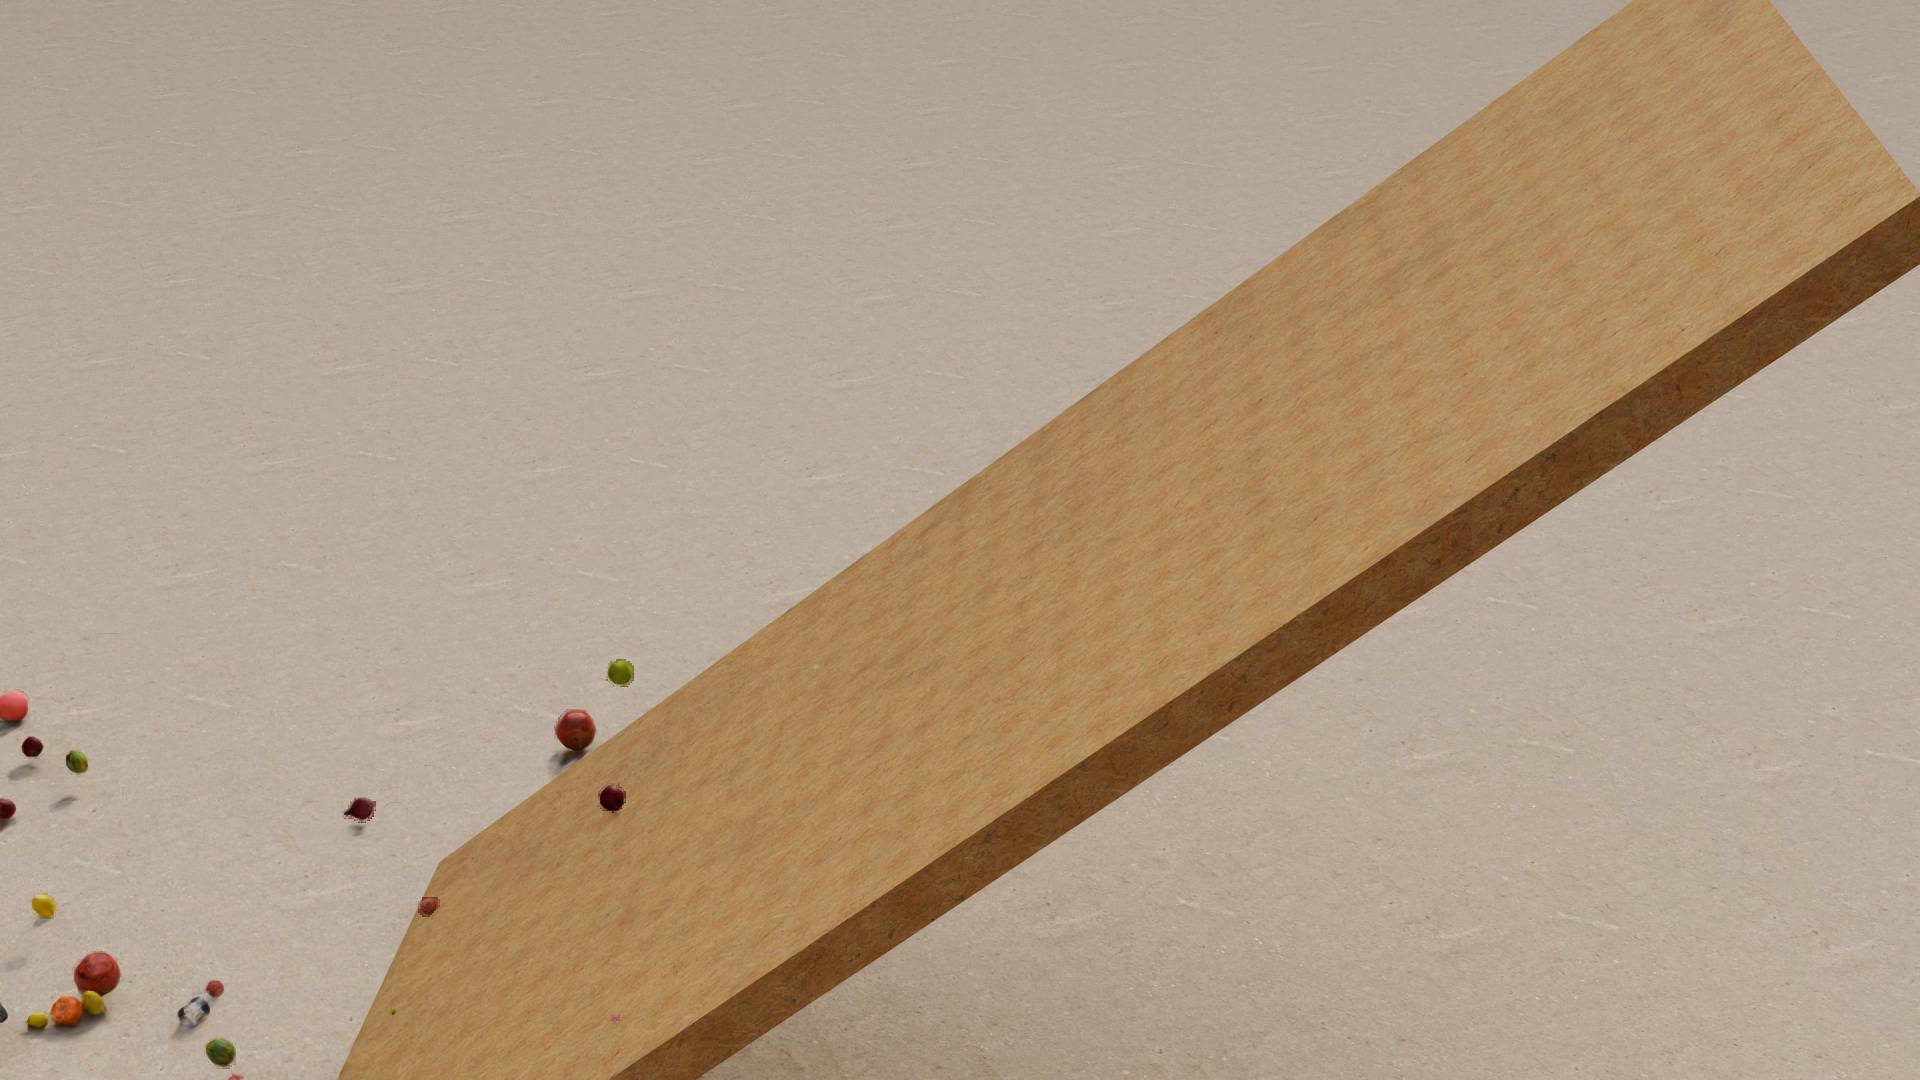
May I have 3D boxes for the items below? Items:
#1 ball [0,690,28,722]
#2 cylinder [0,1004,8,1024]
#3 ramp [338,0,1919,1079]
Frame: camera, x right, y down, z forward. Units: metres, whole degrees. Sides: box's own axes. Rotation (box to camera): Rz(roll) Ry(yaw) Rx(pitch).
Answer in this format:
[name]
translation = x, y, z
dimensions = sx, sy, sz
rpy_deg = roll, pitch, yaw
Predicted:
[ball]
translation = -2.821, 0.495, 8.760
dimensions = 0.090, 0.090, 0.090
rpy_deg = 0, 23, 0
[cylinder]
translation = -2.378, 1.157, 7.162
dimensions = 0.081, 0.081, 0.081
rpy_deg = 21, 47, 40
[ramp]
translation = 0.122, 0.184, 6.336
dimensions = 4.000, 0.100, 2.000
rpy_deg = -36, 16, 18
